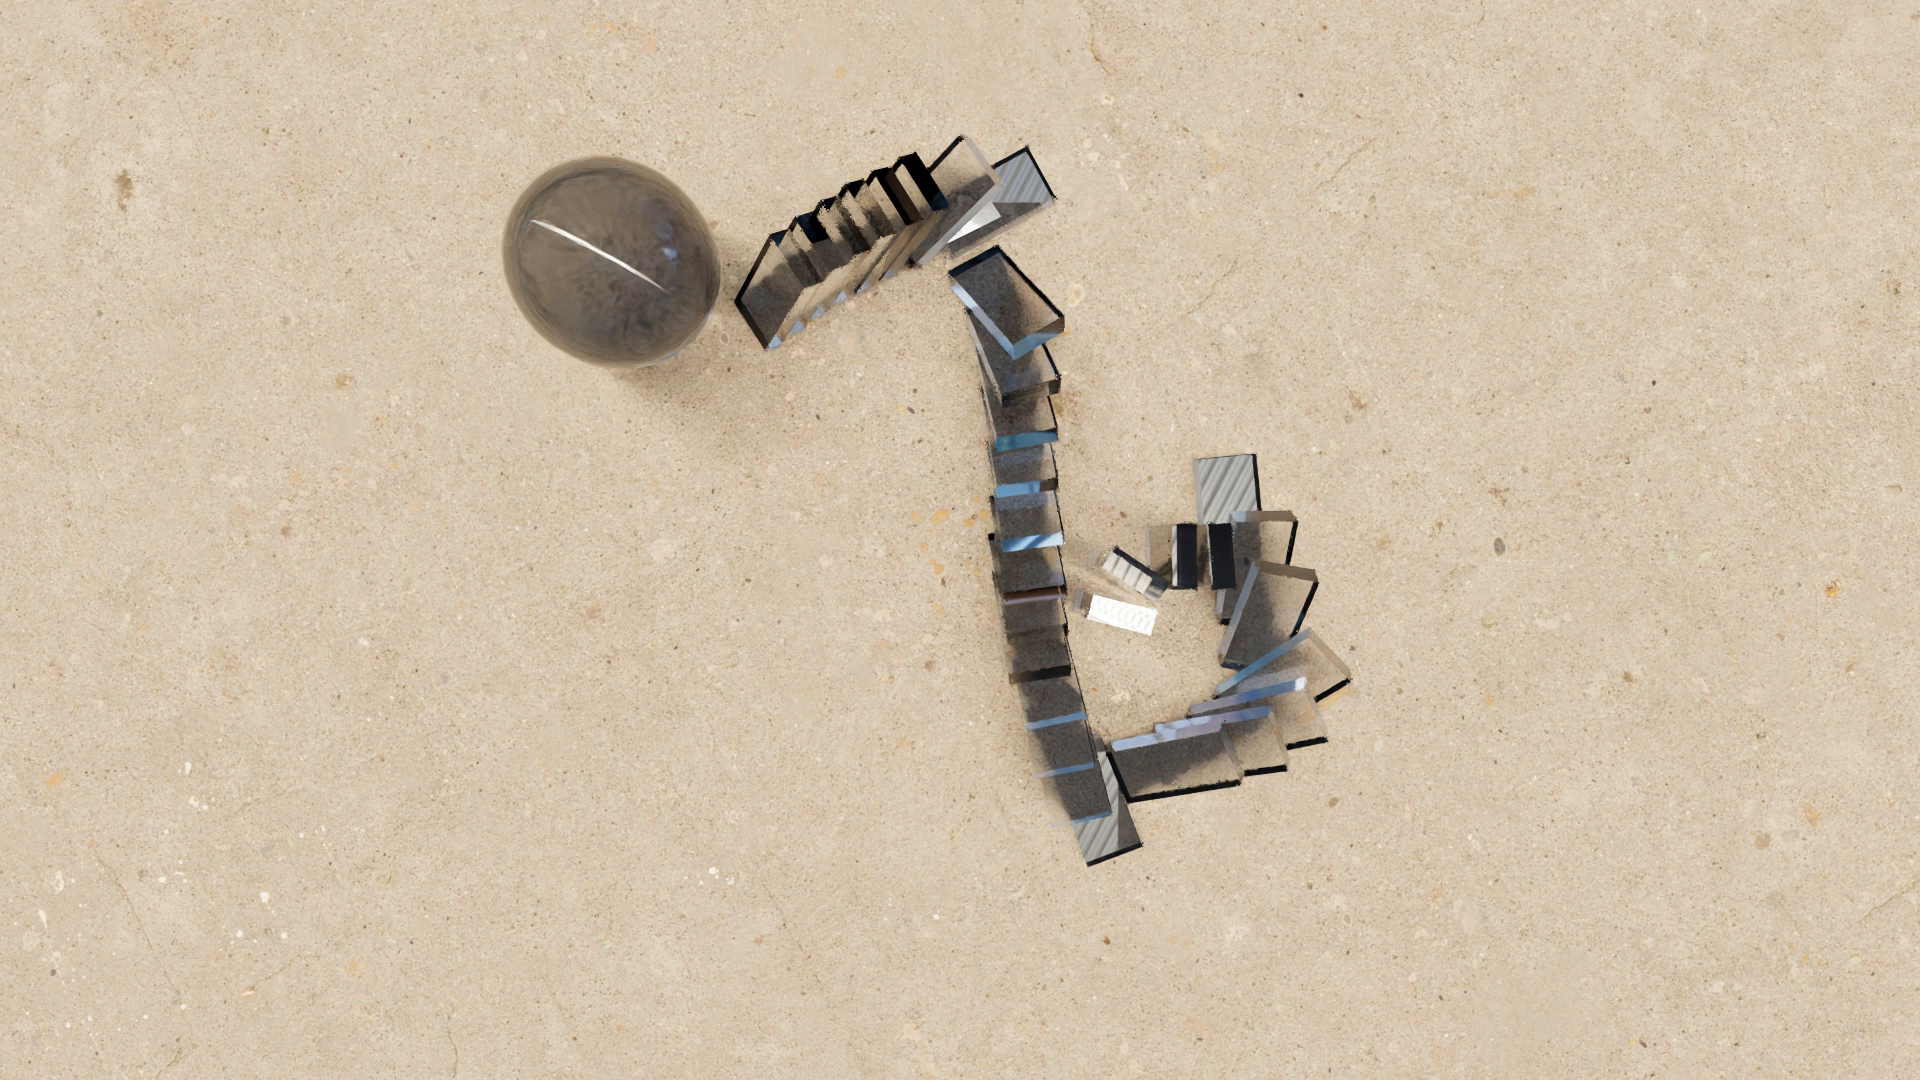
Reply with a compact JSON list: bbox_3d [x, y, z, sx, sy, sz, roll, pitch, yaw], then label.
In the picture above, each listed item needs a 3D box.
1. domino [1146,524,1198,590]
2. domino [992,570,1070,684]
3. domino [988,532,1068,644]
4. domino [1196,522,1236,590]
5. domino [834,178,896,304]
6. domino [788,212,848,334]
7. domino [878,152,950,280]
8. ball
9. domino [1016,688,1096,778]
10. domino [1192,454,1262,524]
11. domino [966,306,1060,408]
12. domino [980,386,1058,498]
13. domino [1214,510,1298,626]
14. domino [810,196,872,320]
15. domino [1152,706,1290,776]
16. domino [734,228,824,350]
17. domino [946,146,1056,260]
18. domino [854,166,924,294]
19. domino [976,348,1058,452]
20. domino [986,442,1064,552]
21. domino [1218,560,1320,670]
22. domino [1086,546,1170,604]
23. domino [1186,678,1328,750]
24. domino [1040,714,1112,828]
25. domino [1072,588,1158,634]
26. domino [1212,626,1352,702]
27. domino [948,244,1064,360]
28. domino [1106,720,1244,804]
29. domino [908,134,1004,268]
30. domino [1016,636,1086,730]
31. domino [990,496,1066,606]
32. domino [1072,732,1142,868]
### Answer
[{"bbox_3d":[0.086,0.006,0.375,0.009,0.050,0.025,-1,90,0],"label":"domino"},{"bbox_3d":[0.029,0.034,0.381,0.025,0.010,0.050,-8,53,1],"label":"domino"},{"bbox_3d":[0.028,0.018,0.381,0.025,0.010,0.050,-9,53,0],"label":"domino"},{"bbox_3d":[0.100,0.006,0.375,0.010,0.050,0.025,-4,90,0],"label":"domino"},{"bbox_3d":[-0.047,-0.121,0.377,0.009,0.050,0.025,-32,90,-35],"label":"domino"},{"bbox_3d":[-0.066,-0.109,0.377,0.010,0.050,0.025,-33,90,-35],"label":"domino"},{"bbox_3d":[-0.026,-0.132,0.377,0.009,0.050,0.025,-32,90,-35],"label":"domino"},{"bbox_3d":[-0.135,-0.108,0.360,0.080,0.080,0.080,0,90,0],"label":"ball"},{"bbox_3d":[0.039,0.072,0.384,0.025,0.009,0.050,-11,61,1],"label":"domino"},{"bbox_3d":[0.116,-0.011,0.395,0.025,0.010,0.050,-6,90,0],"label":"domino"},{"bbox_3d":[0.022,-0.080,0.382,0.025,0.009,0.050,-16,60,-5],"label":"domino"},{"bbox_3d":[0.024,-0.043,0.384,0.025,0.010,0.050,-8,62,0],"label":"domino"},{"bbox_3d":[0.123,0.012,0.384,0.025,0.010,0.050,0,119,0],"label":"domino"},{"bbox_3d":[-0.056,-0.115,0.377,0.009,0.050,0.025,-32,90,-35],"label":"domino"},{"bbox_3d":[0.108,0.086,0.382,0.050,0.009,0.025,-17,101,29],"label":"domino"},{"bbox_3d":[-0.075,-0.102,0.377,0.009,0.050,0.025,-33,90,-35],"label":"domino"},{"bbox_3d":[0.013,-0.145,0.395,0.050,0.009,0.025,-29,90,0],"label":"domino"},{"bbox_3d":[-0.036,-0.126,0.377,0.010,0.050,0.025,-32,90,-35],"label":"domino"},{"bbox_3d":[0.023,-0.062,0.383,0.025,0.009,0.050,-10,60,-1],"label":"domino"},{"bbox_3d":[0.027,-0.020,0.383,0.025,0.010,0.050,-8,58,0],"label":"domino"},{"bbox_3d":[0.128,0.033,0.383,0.025,0.010,0.050,10,122,0],"label":"domino"},{"bbox_3d":[0.067,0.013,0.375,0.025,0.050,0.010,34,90,0],"label":"domino"},{"bbox_3d":[0.123,0.076,0.382,0.050,0.010,0.025,-21,99,29],"label":"domino"},{"bbox_3d":[0.045,0.092,0.383,0.025,0.009,0.050,-13,61,2],"label":"domino"},{"bbox_3d":[0.062,0.029,0.375,0.025,0.050,0.010,14,90,0],"label":"domino"},{"bbox_3d":[0.134,0.061,0.383,0.025,0.010,0.050,46,122,-1],"label":"domino"},{"bbox_3d":[0.019,-0.100,0.382,0.025,0.009,0.050,-31,62,-9],"label":"domino"},{"bbox_3d":[0.089,0.093,0.382,0.050,0.009,0.025,-19,100,29],"label":"domino"},{"bbox_3d":[-0.008,-0.140,0.382,0.050,0.010,0.025,-36,86,31],"label":"domino"},{"bbox_3d":[0.034,0.052,0.384,0.025,0.009,0.050,-12,61,0],"label":"domino"},{"bbox_3d":[0.028,0.002,0.381,0.025,0.009,0.050,-8,53,1],"label":"domino"},{"bbox_3d":[0.057,0.112,0.395,0.025,0.010,0.050,-21,90,0],"label":"domino"}]
